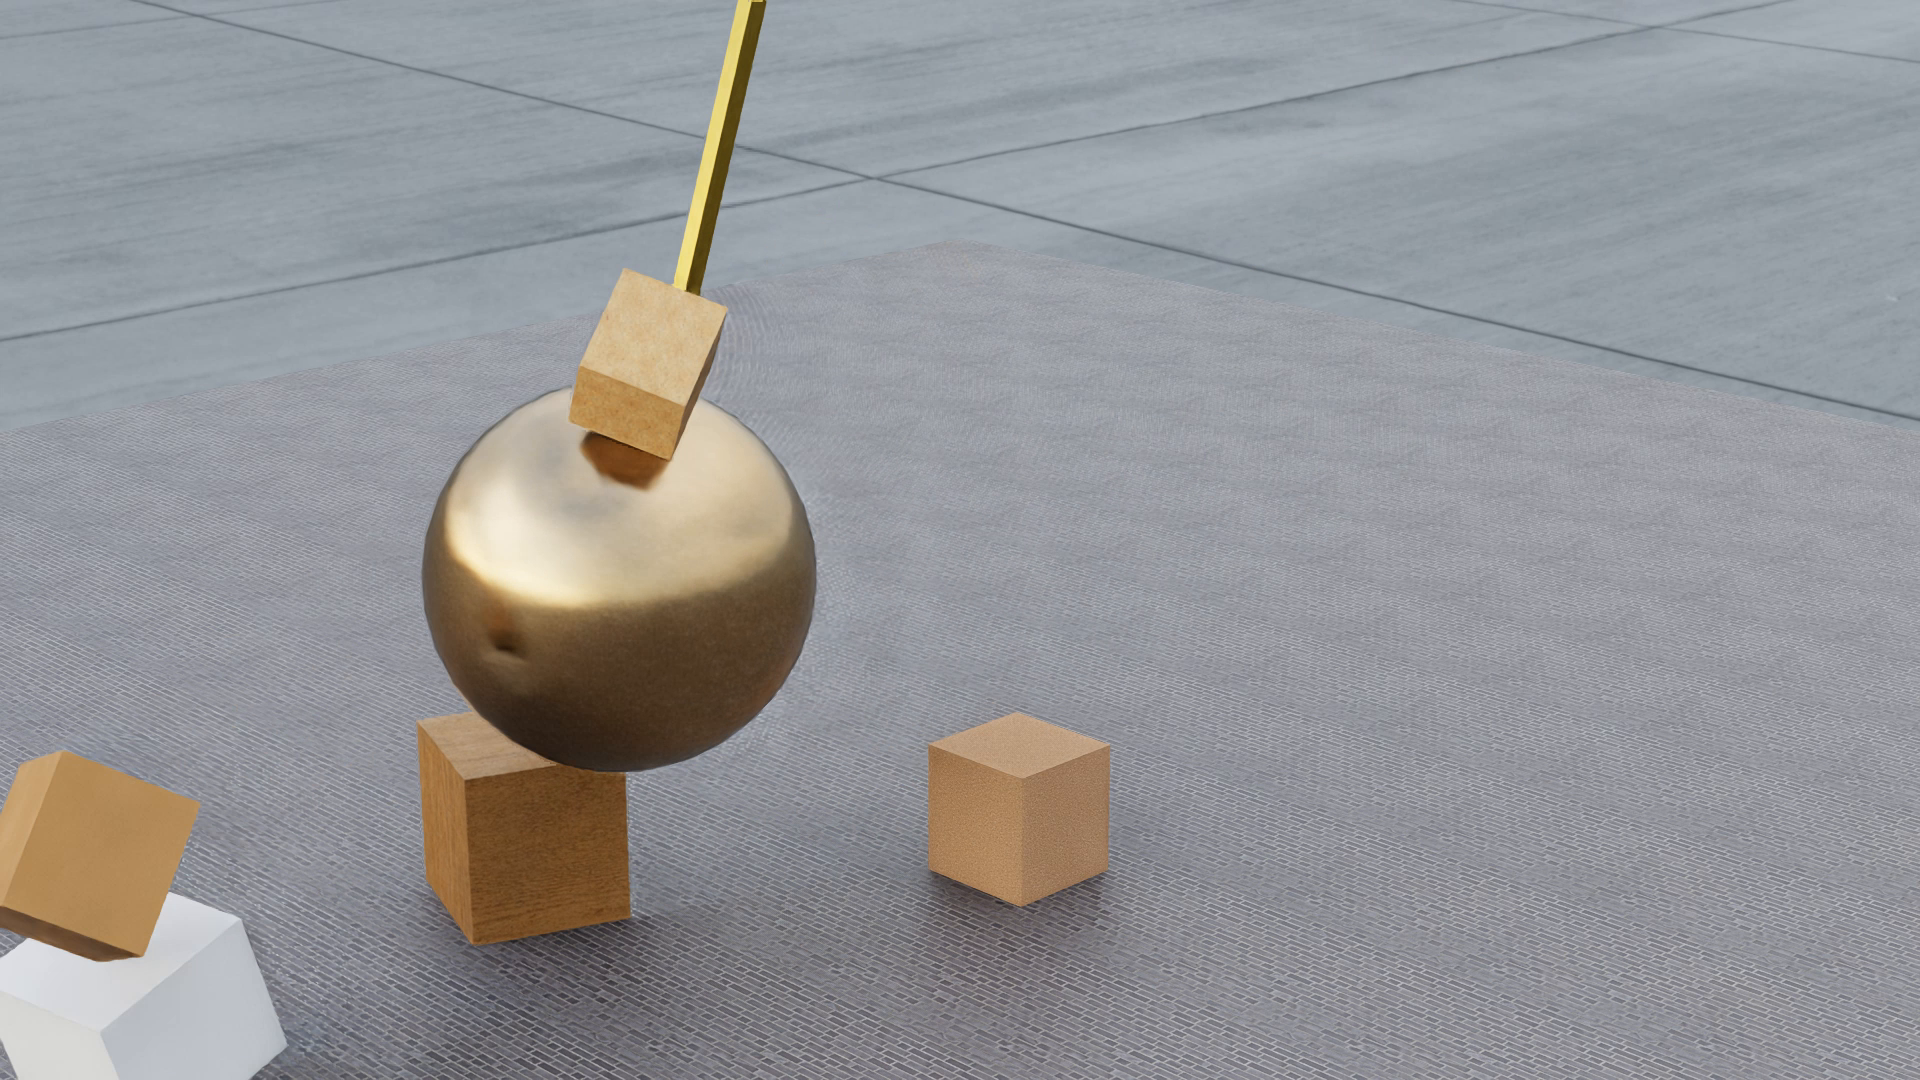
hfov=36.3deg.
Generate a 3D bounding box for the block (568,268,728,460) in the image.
[{"bbox_3d":[-1.199,-0.673,11.256,0.424,0.426,0.477,21,60,-2],"label":"block"}]

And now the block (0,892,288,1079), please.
[{"bbox_3d":[-3.165,1.811,11.232,0.735,0.635,0.703,12,38,34],"label":"block"}]

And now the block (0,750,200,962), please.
[{"bbox_3d":[-3.208,1.164,10.705,0.535,0.587,0.574,26,-22,-26],"label":"block"}]

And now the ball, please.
[{"bbox_3d":[-1.382,0.145,11.938,1.600,1.600,1.600,0,17,0],"label":"ball"}]

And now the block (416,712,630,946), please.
[{"bbox_3d":[-1.951,1.242,13.092,0.716,0.779,0.784,-8,19,-24],"label":"block"}]

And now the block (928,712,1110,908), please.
[{"bbox_3d":[0.269,1.224,13.420,0.579,0.618,0.592,-17,24,-42],"label":"block"}]

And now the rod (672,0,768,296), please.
[{"bbox_3d":[-0.599,-3.157,11.722,0.080,5.200,0.080,17,5,42],"label":"rod"}]
